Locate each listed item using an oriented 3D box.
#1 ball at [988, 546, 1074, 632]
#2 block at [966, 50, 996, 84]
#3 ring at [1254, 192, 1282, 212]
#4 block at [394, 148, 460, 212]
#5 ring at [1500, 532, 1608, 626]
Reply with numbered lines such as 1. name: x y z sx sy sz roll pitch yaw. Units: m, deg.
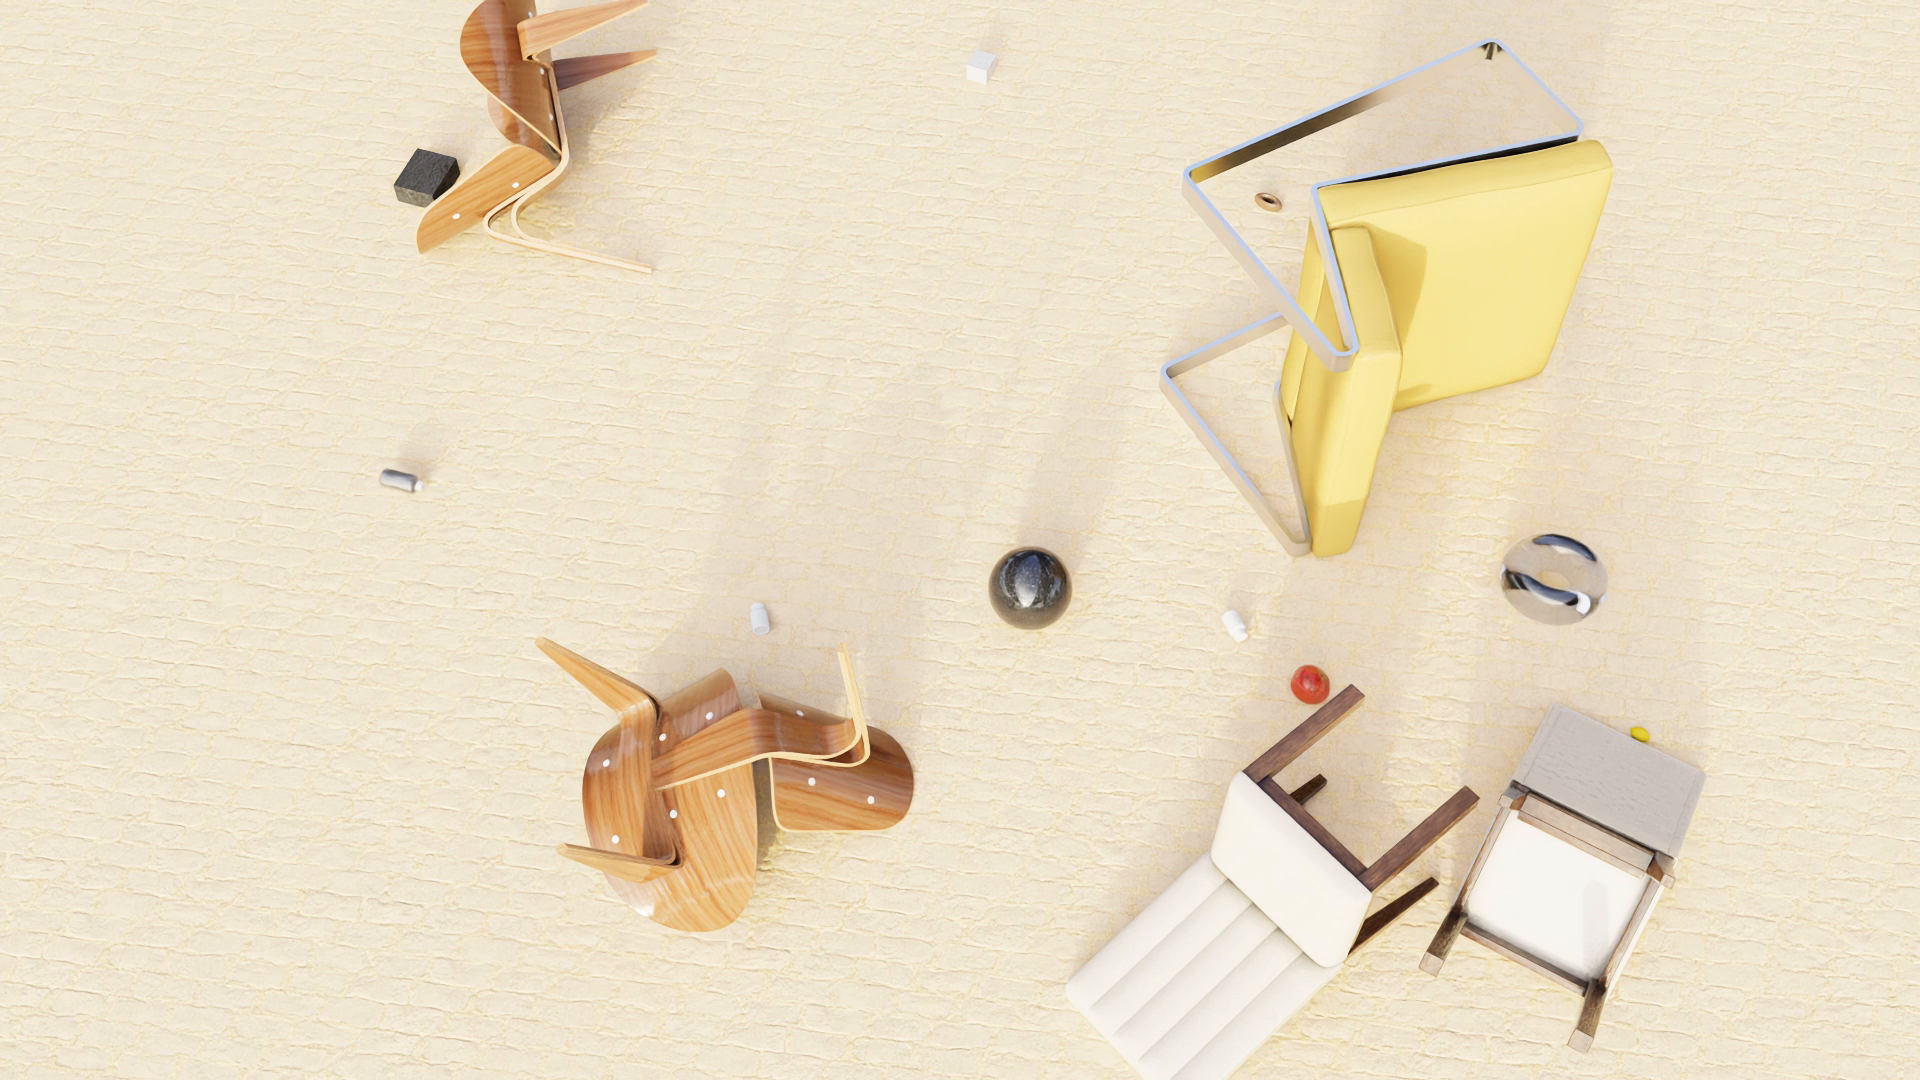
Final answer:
1. ball: 0.203 0.138 6.332 0.248 0.248 0.248 0 56 0
2. block: 0.074 -1.642 7.636 0.075 0.066 0.084 21 59 13
3. ring: 1.024 -1.122 7.306 0.101 0.036 0.053 27 62 18
4. block: -1.777 -1.202 7.334 0.144 0.077 0.178 16 58 10
5. ring: 1.731 0.114 6.412 0.314 0.145 0.280 13 59 10
